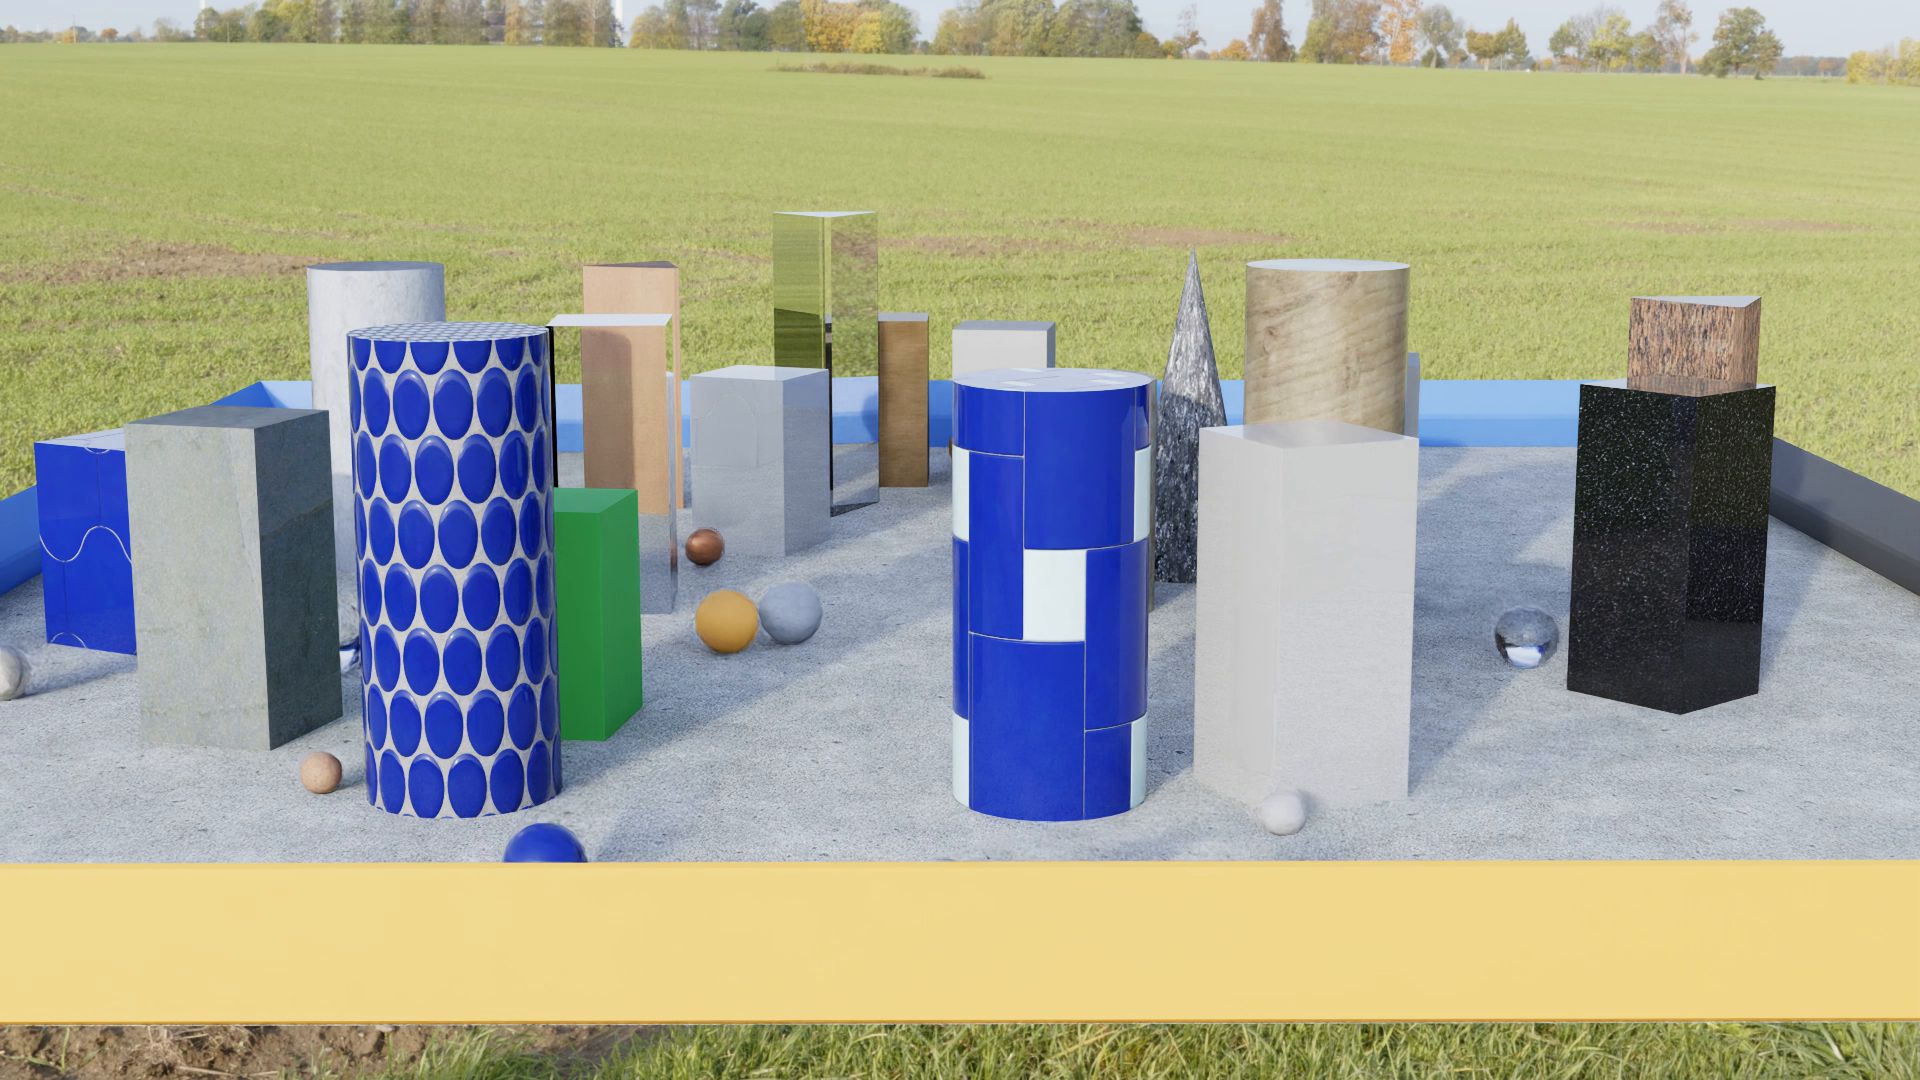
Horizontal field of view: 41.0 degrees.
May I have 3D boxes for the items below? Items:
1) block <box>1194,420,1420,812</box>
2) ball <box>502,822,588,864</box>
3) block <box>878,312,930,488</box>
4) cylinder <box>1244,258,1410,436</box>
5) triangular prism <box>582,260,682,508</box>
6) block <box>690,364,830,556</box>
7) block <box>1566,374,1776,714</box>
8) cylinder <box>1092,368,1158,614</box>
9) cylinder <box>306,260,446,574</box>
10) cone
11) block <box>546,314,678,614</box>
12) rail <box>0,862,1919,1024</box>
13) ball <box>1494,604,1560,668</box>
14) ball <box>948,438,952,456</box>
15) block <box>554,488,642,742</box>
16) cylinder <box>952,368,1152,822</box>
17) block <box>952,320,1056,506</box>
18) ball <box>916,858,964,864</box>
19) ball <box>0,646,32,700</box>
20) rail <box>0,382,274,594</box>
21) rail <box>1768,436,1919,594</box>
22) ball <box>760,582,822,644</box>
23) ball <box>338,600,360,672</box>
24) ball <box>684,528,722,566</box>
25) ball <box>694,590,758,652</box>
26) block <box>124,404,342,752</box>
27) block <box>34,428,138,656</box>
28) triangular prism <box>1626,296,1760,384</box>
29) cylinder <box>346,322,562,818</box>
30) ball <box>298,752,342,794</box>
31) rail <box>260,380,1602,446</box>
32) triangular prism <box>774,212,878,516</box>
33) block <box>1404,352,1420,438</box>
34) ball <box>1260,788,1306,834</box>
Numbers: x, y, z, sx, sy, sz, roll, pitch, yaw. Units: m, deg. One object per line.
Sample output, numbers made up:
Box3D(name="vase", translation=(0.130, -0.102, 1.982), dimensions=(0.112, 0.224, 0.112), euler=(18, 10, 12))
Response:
Box3D(name="block", translation=(0.346, 0.073, 2.584), dimensions=(0.157, 0.365, 0.157), euler=(-5, 12, -25))
Box3D(name="ball", translation=(-0.363, 0.284, 2.241), dimensions=(0.075, 0.075, 0.075), euler=(0, 11, 0))
Box3D(name="block", translation=(-0.134, -0.249, 4.527), dimensions=(0.157, 0.290, 0.157), euler=(0, 11, 1))
Box3D(name="cylinder", translation=(0.443, -0.091, 3.134), dimensions=(0.196, 0.488, 0.196), euler=(0, 11, 0))
Box3D(name="triangular prism", translation=(-0.521, -0.265, 4.315), dimensions=(0.170, 0.398, 0.147), euler=(3, 11, 17))
Box3D(name="block", translation=(-0.304, -0.124, 3.919), dimensions=(0.157, 0.265, 0.157), euler=(4, 11, 23))
Box3D(name="block", translation=(0.826, 0.000, 2.985), dimensions=(0.157, 0.363, 0.157), euler=(-9, 14, -40))
Box3D(name="cylinder", translation=(0.166, -0.064, 3.460), dimensions=(0.196, 0.315, 0.196), euler=(0, 11, 0))
Box3D(name="cylinder", translation=(-0.850, -0.183, 3.769), dimensions=(0.196, 0.437, 0.196), euler=(0, 11, 0))
Box3D(name="cone", translation=(0.332, -0.190, 3.700), dimensions=(0.196, 0.476, 0.196), euler=(0, 11, 0))
Box3D(name="block", translation=(-0.470, -0.105, 3.483), dimensions=(0.157, 0.388, 0.157), euler=(-1, 11, -3))
Box3D(name="rail", translation=(0.009, 0.304, 1.984), dimensions=(2.669, 0.127, 0.045), euler=(0, 11, 0))
Box3D(name="ball", translation=(0.692, 0.118, 3.133), dimensions=(0.078, 0.078, 0.078), euler=(0, 11, 0))
Box3D(name="ball", translation=(0.011, -0.170, 4.718), dimensions=(0.065, 0.065, 0.065), euler=(0, 11, 0))
Box3D(name="block", translation=(-0.453, 0.079, 2.861), dimensions=(0.157, 0.253, 0.157), euler=(1, 11, 8))
Box3D(name="cylinder", translation=(0.090, 0.049, 2.558), dimensions=(0.196, 0.421, 0.196), euler=(0, 11, 0))
Box3D(name="block", translation=(0.075, -0.216, 4.336), dimensions=(0.157, 0.294, 0.157), euler=(1, 11, 7))
Box3D(name="ball", translation=(-0.016, 0.305, 2.081), dimensions=(0.093, 0.093, 0.093), euler=(0, 11, 0))
Box3D(name="ball", translation=(-1.110, 0.154, 2.975), dimensions=(0.063, 0.063, 0.063), euler=(0, 11, 0))
Box3D(name="rail", translation=(-1.311, 0.034, 3.442), dimensions=(0.045, 0.127, 3.028), euler=(0, 11, 0))
Box3D(name="rail", translation=(1.311, 0.031, 3.456), dimensions=(0.045, 0.127, 3.028), euler=(0, 11, 0))
Box3D(name="ball", translation=(-0.214, 0.093, 3.262), dimensions=(0.080, 0.080, 0.080), euler=(0, 11, 0))
Box3D(name="ball", translation=(-0.762, 0.117, 3.098), dimensions=(0.092, 0.092, 0.092), euler=(0, 11, 0))
Box3D(name="ball", translation=(-0.376, 0.011, 3.769), dimensions=(0.055, 0.055, 0.055), euler=(0, 11, 0))
Box3D(name="ball", translation=(-0.293, 0.102, 3.214), dimensions=(0.079, 0.079, 0.079), euler=(0, 11, 0))
Box3D(name="block", translation=(-0.795, 0.038, 2.820), dimensions=(0.157, 0.349, 0.157), euler=(3, 11, 16))
Box3D(name="block", translation=(-1.059, -0.002, 3.281), dimensions=(0.157, 0.258, 0.157), euler=(6, 12, 28))
Box3D(name="triangular prism", translation=(0.962, -0.091, 3.276), dimensions=(0.147, 0.435, 0.170), euler=(-7, 13, -35))
Box3D(name="cylinder", translation=(-0.503, 0.025, 2.563), dimensions=(0.196, 0.468, 0.196), euler=(0, 11, 0))
Box3D(name="ball", translation=(-0.647, 0.235, 2.596), dimensions=(0.043, 0.043, 0.043), euler=(0, 11, 0))
Box3D(name="rail", translation=(-0.009, -0.239, 4.914), dimensions=(2.669, 0.127, 0.045), euler=(0, 11, 0))
Box3D(name="triangular prism", translation=(-0.199, -0.296, 4.245), dimensions=(0.147, 0.486, 0.170), euler=(-7, 13, -34))
Box3D(name="block", translation=(0.536, -0.077, 3.469), dimensions=(0.157, 0.339, 0.157), euler=(2, 11, 9))
Box3D(name="ball", translation=(0.309, 0.260, 2.457), dimensions=(0.044, 0.044, 0.044), euler=(0, 11, 0))
